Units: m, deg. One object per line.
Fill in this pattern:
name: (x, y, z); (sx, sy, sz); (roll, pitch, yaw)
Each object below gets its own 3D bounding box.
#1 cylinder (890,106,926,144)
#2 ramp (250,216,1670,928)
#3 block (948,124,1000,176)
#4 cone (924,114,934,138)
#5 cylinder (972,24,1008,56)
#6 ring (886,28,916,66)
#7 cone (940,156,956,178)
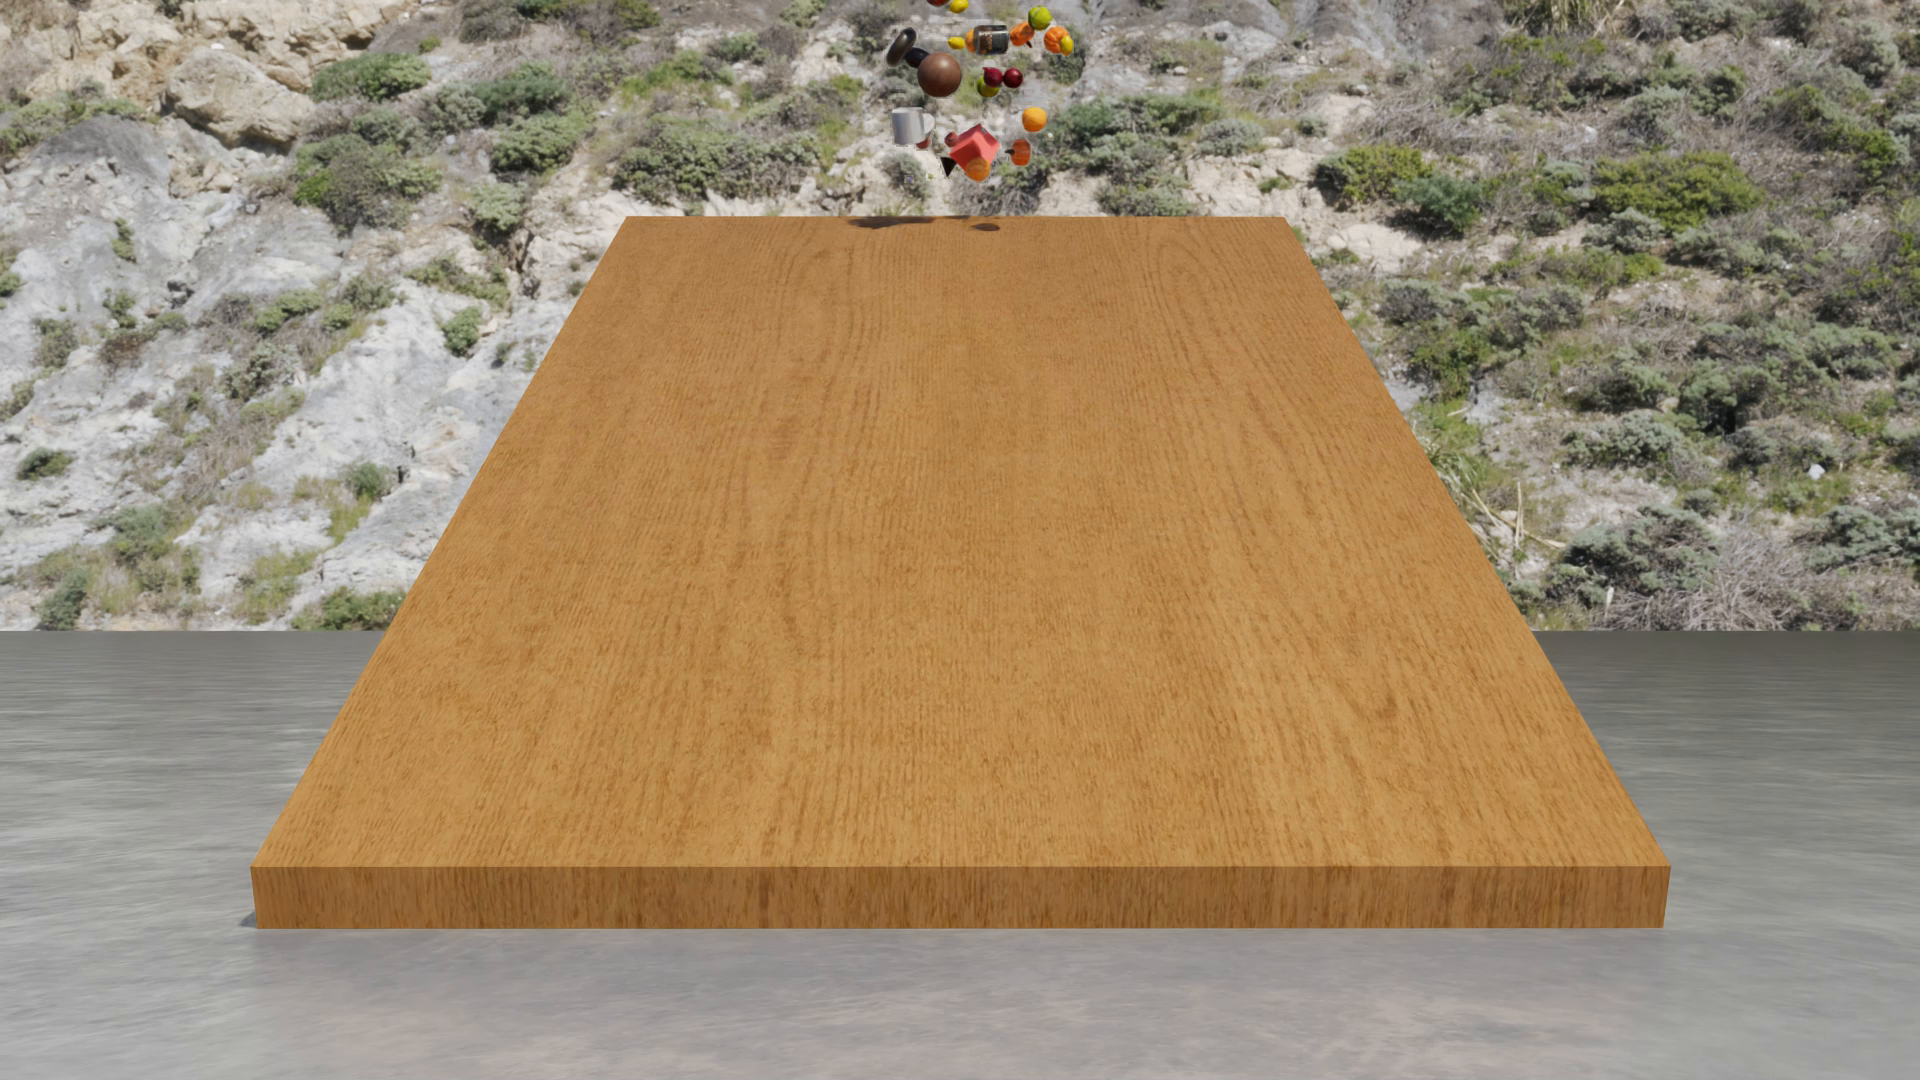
cylinder: (-0.151, -1.207, 6.648); (0.092, 0.092, 0.092); (-6, 20, 2)
ramp: (-0.006, -0.216, 5.097); (2.000, 0.100, 4.000); (0, 21, 0)
block: (0.044, -1.183, 6.926); (0.094, 0.094, 0.094); (43, -40, -24)
cone: (-0.105, -1.240, 6.933); (0.078, 0.078, 0.078); (-1, -27, 15)
cylinder: (0.087, -1.429, 6.530); (0.083, 0.083, 0.083); (-6, -1, -12)
ring: (-0.174, -1.464, 6.790); (0.043, 0.129, 0.129); (34, -3, 0)
cone: (-0.035, -1.137, 6.973); (0.063, 0.063, 0.063); (6, 13, -1)
